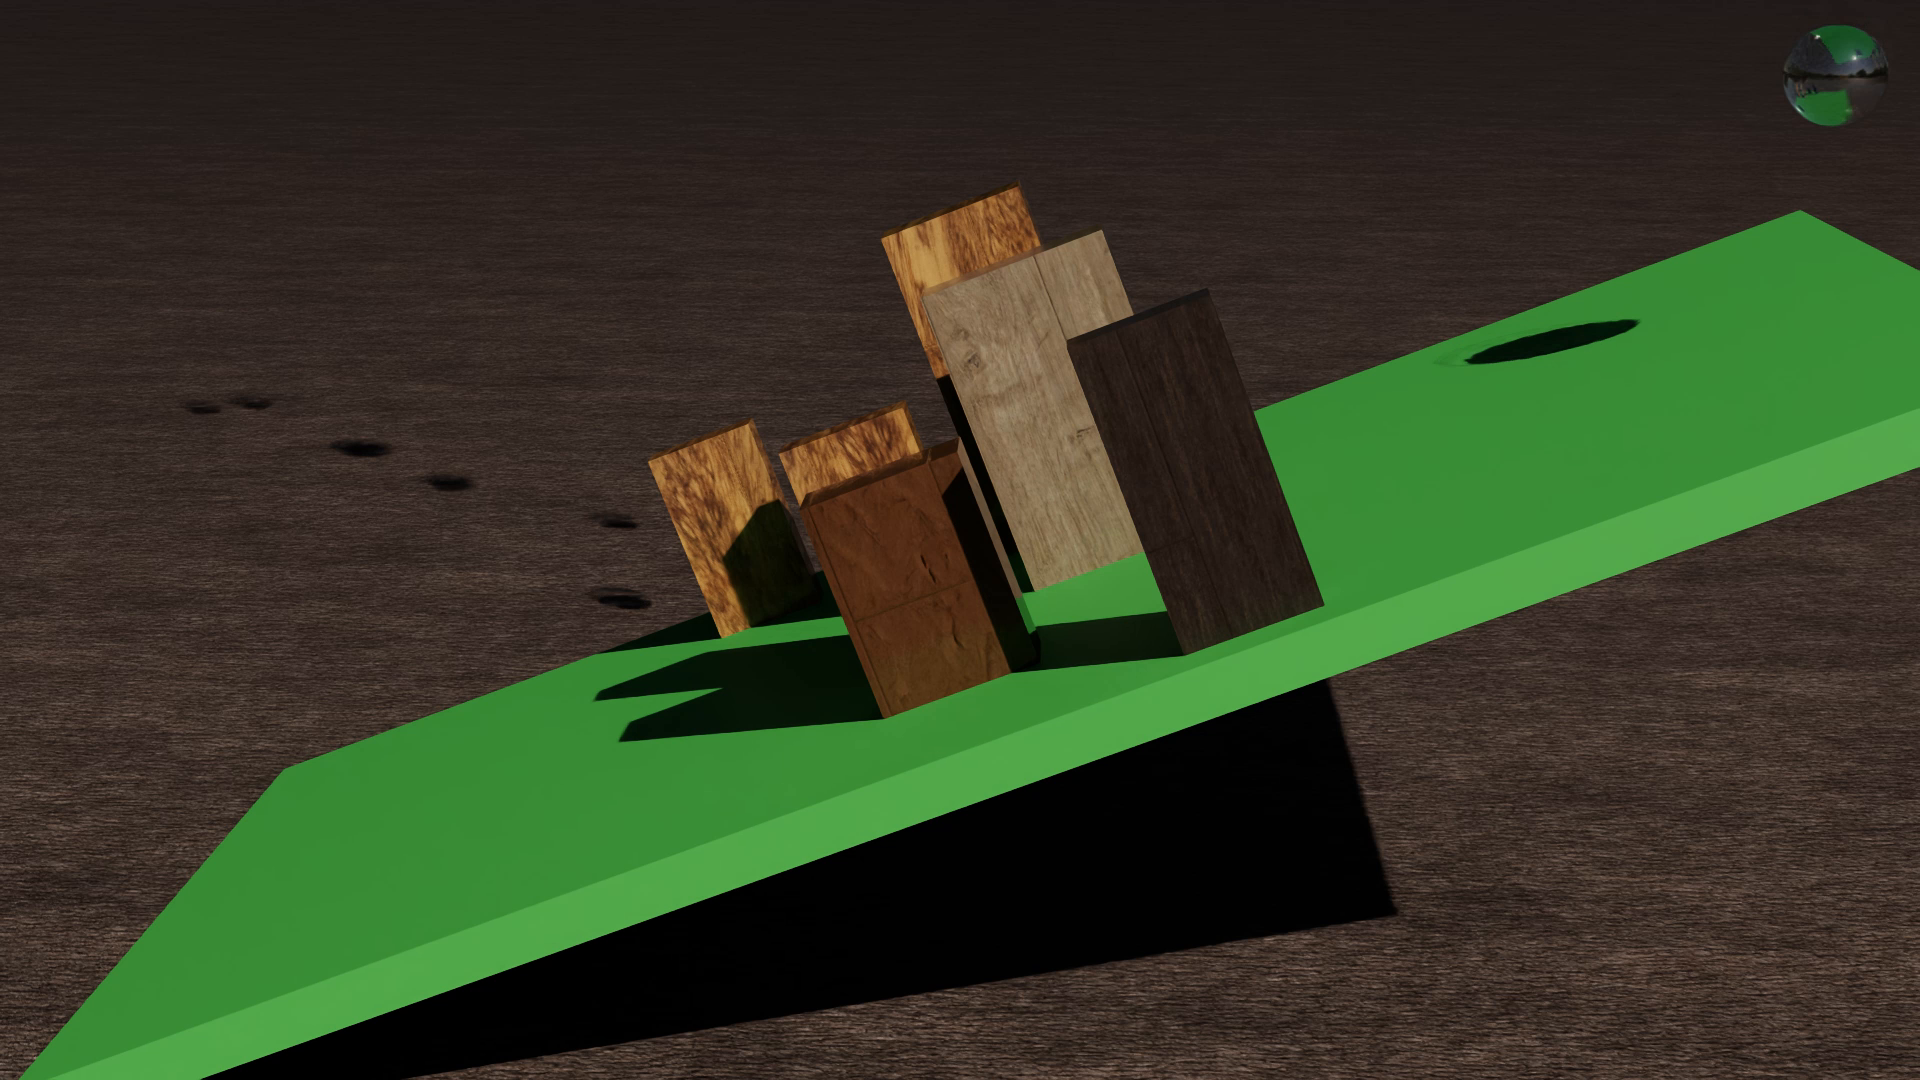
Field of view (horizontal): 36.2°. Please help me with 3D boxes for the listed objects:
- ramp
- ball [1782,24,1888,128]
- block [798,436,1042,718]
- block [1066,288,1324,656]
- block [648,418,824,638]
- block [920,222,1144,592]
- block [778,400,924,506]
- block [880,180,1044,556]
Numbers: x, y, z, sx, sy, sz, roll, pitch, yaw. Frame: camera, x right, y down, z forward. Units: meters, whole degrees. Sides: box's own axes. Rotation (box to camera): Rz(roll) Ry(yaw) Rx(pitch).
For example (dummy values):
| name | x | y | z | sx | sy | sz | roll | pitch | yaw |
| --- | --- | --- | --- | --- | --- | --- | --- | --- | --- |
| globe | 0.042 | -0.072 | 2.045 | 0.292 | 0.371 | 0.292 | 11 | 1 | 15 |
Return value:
| name | x | y | z | sx | sy | sz | roll | pitch | yaw |
| --- | --- | --- | --- | --- | --- | --- | --- | --- | --- |
| ramp | 0.120 | 0.175 | 6.293 | 4.000 | 0.100 | 2.000 | -20 | 12 | 7 |
| ball | 1.768 | -0.938 | 5.943 | 0.206 | 0.206 | 0.206 | 0 | 13 | 0 |
| block | -0.074 | 0.074 | 5.746 | 0.326 | 0.446 | 0.148 | -20 | 12 | 7 |
| block | 0.428 | -0.122 | 5.331 | 0.271 | 0.607 | 0.090 | -20 | 12 | 7 |
| block | -0.530 | -0.028 | 6.986 | 0.255 | 0.459 | 0.084 | -20 | 12 | 7 |
| block | 0.229 | -0.280 | 6.235 | 0.405 | 0.673 | 0.119 | -20 | 12 | 7 |
| block | -0.154 | -0.007 | 6.123 | 0.274 | 0.498 | 0.087 | -20 | 12 | 7 |
| block | 0.119 | -0.387 | 6.663 | 0.327 | 0.775 | 0.124 | -20 | 12 | 7 |
